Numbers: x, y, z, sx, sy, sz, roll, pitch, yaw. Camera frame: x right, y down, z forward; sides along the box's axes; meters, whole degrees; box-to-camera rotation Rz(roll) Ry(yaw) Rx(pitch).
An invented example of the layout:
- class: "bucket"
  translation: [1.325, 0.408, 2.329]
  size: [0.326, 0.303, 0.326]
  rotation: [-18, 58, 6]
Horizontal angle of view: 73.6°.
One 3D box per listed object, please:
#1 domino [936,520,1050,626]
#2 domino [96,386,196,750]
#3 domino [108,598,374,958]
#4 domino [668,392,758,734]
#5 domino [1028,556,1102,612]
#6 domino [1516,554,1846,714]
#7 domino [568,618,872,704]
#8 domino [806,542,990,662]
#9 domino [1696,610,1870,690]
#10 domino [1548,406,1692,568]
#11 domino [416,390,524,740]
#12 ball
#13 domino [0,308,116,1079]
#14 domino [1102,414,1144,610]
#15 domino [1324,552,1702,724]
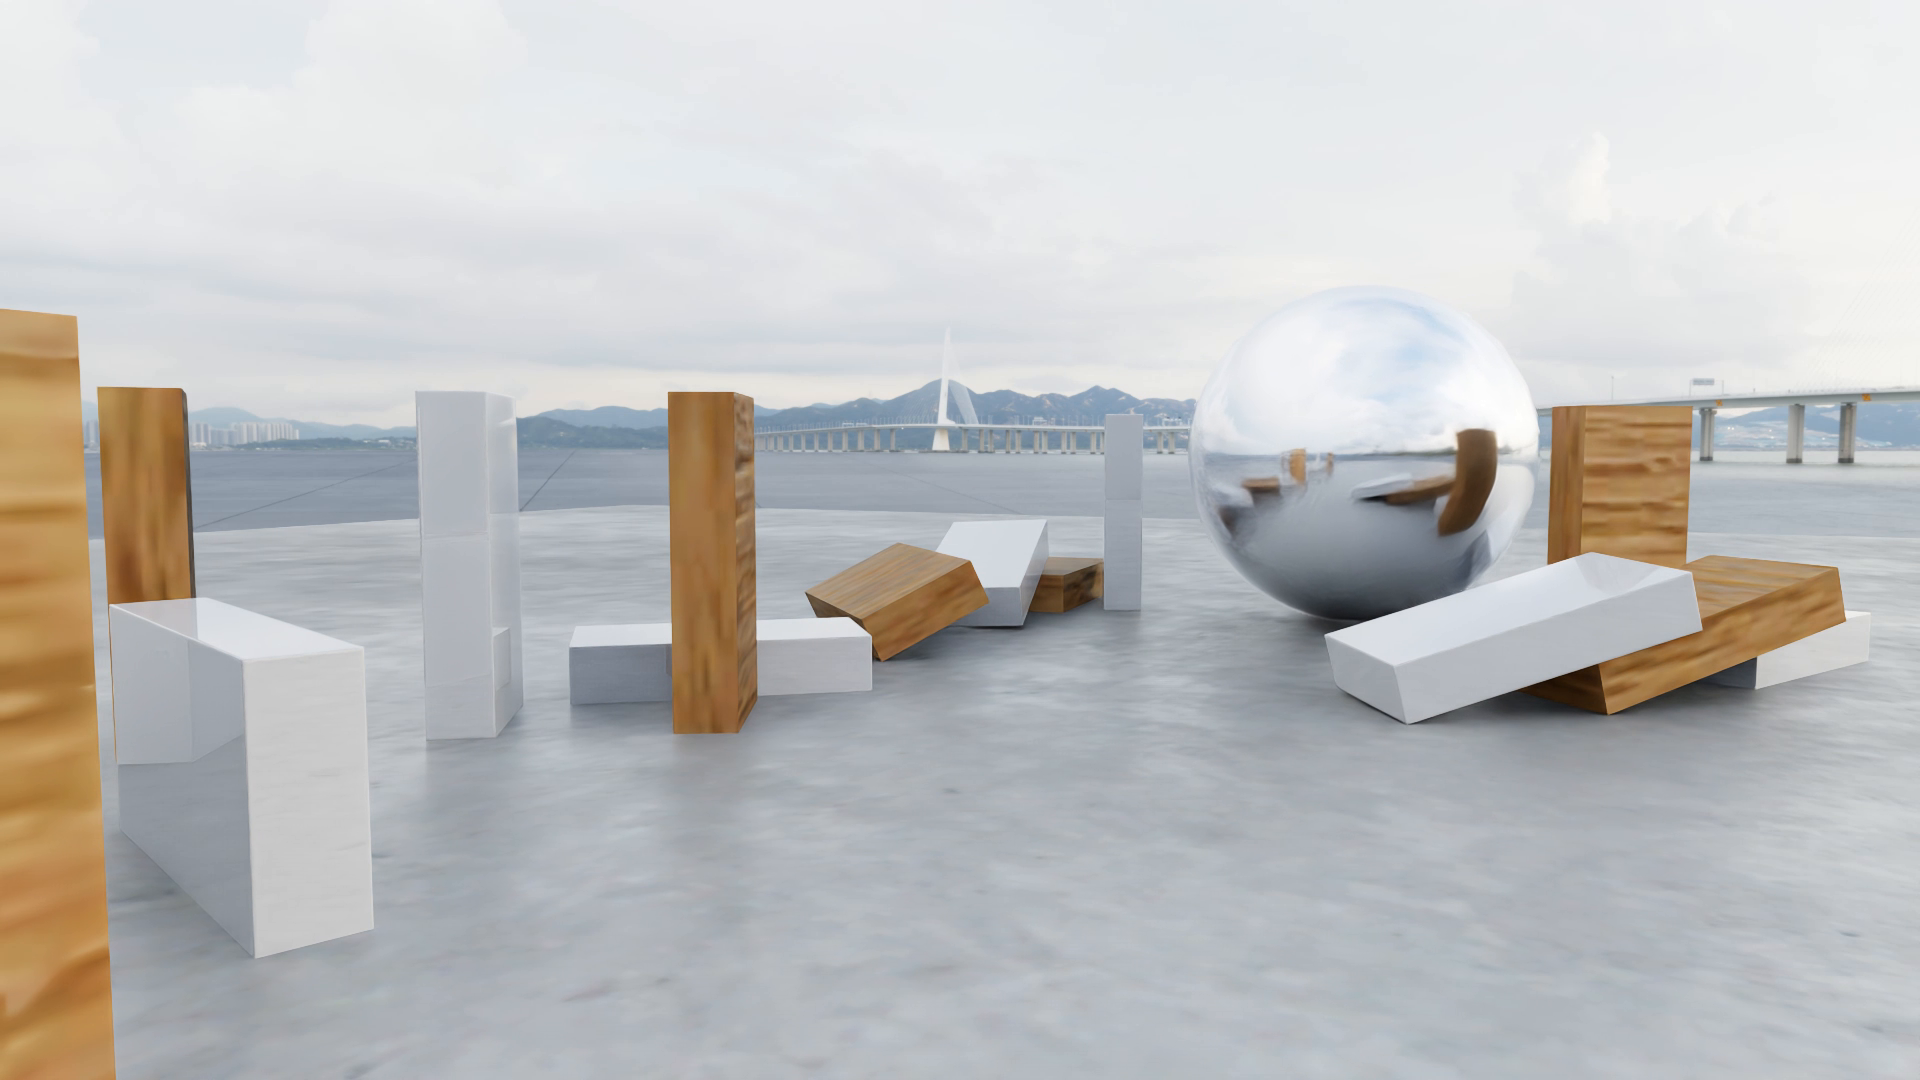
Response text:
- class: "domino"
  translation: [0.006, 0.007, 0.318]
  size: [0.025, 0.009, 0.050]
  rotation: [-2, 18, 12]
- class: "domino"
  translation: [-0.115, 0.004, 0.183]
  size: [0.009, 0.050, 0.025]
  rotation: [-2, 5, -29]
- class: "domino"
  translation: [-0.072, 0.021, 0.126]
  size: [0.009, 0.025, 0.050]
  rotation: [-4, 6, -44]
- class: "domino"
  translation: [-0.038, 0.003, 0.199]
  size: [0.010, 0.050, 0.025]
  rotation: [0, 4, -3]
- class: "domino"
  translation: [0.023, 0.012, 0.351]
  size: [0.025, 0.010, 0.050]
  rotation: [2, 5, 21]
- class: "domino"
  translation: [0.120, 0.015, 0.219]
  size: [0.050, 0.010, 0.025]
  rotation: [-17, 9, -15]
- class: "domino"
  translation: [-0.042, 0.021, 0.227]
  size: [0.050, 0.010, 0.025]
  rotation: [-1, 4, -14]
- class: "domino"
  translation: [-0.015, 0.012, 0.276]
  size: [0.025, 0.010, 0.050]
  rotation: [-28, 13, -16]
- class: "domino"
  translation: [0.151, 0.019, 0.247]
  size: [0.050, 0.010, 0.025]
  rotation: [-3, 5, -36]
- class: "domino"
  translation: [0.133, -0.002, 0.260]
  size: [0.025, 0.050, 0.009]
  rotation: [-1, 4, -14]
- class: "domino"
  translation: [-0.074, 0.003, 0.195]
  size: [0.009, 0.050, 0.025]
  rotation: [-1, 4, -10]
- class: "ball"
  translation: [0.095, -0.021, 0.307]
  size: [0.080, 0.080, 0.080]
  rotation: [0, 4, 0]
- class: "domino"
  translation: [-0.060, 0.013, 0.067]
  size: [0.010, 0.050, 0.025]
  rotation: [1, 5, 18]
- class: "domino"
  translation: [0.043, -0.008, 0.338]
  size: [0.009, 0.050, 0.025]
  rotation: [0, 4, 6]
- class: "domino"
  translation: [0.089, 0.015, 0.209]
  size: [0.050, 0.009, 0.025]
  rotation: [-16, 9, -6]
